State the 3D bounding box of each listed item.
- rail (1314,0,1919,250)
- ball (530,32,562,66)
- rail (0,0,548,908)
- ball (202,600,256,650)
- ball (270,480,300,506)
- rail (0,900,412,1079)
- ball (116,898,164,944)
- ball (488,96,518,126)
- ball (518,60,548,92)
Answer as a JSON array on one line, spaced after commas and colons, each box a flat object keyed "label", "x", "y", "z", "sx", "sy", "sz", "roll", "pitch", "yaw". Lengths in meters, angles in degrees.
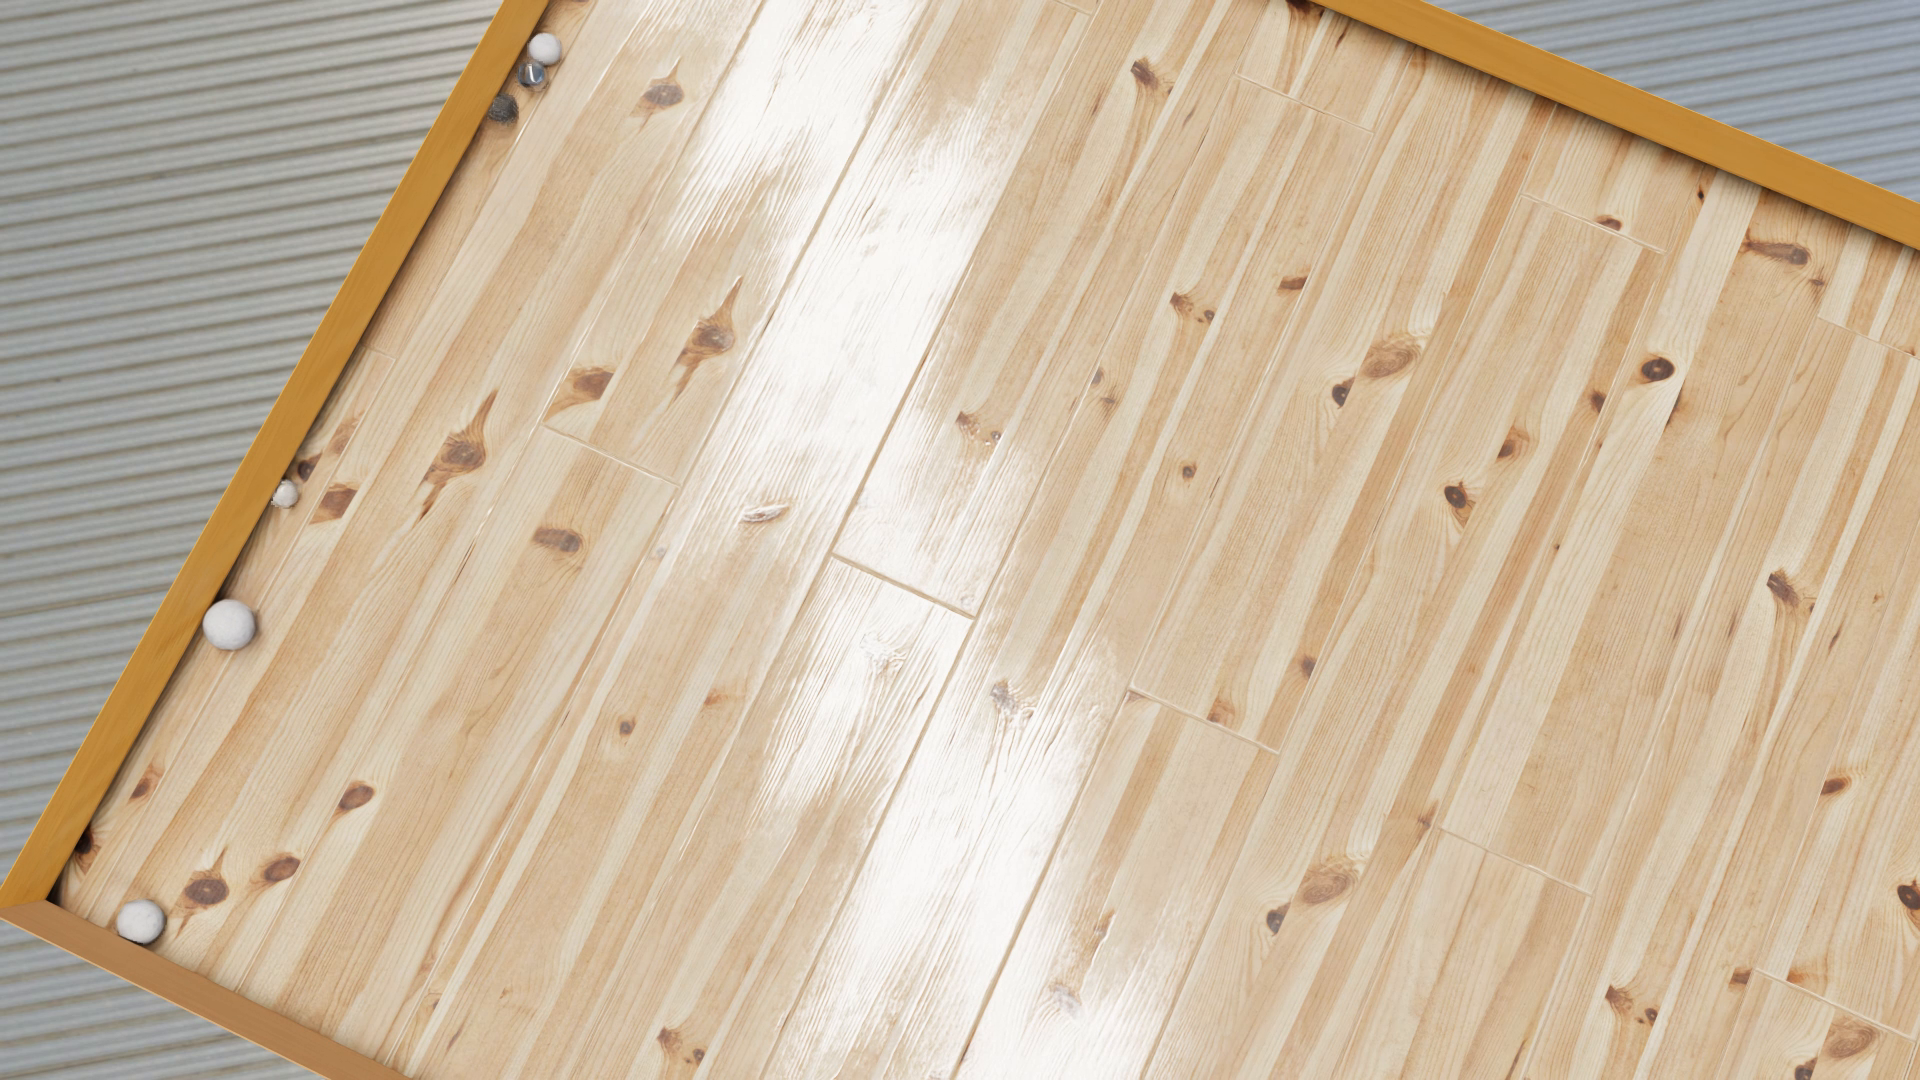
[{"label": "rail", "x": 1.379, "y": -0.535, "z": 3.465, "sx": 4.096, "sy": 0.099, "sz": 0.045, "roll": 24, "pitch": 77, "yaw": 6}, {"label": "ball", "x": -0.670, "y": -0.794, "z": 3.558, "sx": 0.053, "sy": 0.053, "sz": 0.053, "roll": 0, "pitch": 75, "yaw": 0}, {"label": "rail", "x": -0.908, "y": -0.411, "z": 3.433, "sx": 0.045, "sy": 0.099, "sz": 2.194, "roll": 24, "pitch": 77, "yaw": 6}, {"label": "ball", "x": -1.098, "y": 0.127, "z": 3.305, "sx": 0.076, "sy": 0.076, "sz": 0.076, "roll": 0, "pitch": 75, "yaw": 0}, {"label": "ball", "x": -1.037, "y": -0.072, "z": 3.375, "sx": 0.042, "sy": 0.042, "sz": 0.042, "roll": 0, "pitch": 75, "yaw": 0}, {"label": "rail", "x": 0.481, "y": 1.352, "z": 2.973, "sx": 4.096, "sy": 0.099, "sz": 0.045, "roll": 24, "pitch": 77, "yaw": 6}, {"label": "ball", "x": -1.192, "y": 0.555, "z": 3.199, "sx": 0.066, "sy": 0.066, "sz": 0.066, "roll": 0, "pitch": 75, "yaw": 0}, {"label": "ball", "x": -0.735, "y": -0.690, "z": 3.533, "sx": 0.048, "sy": 0.048, "sz": 0.048, "roll": 0, "pitch": 75, "yaw": 0}, {"label": "ball", "x": -0.689, "y": -0.748, "z": 3.548, "sx": 0.049, "sy": 0.049, "sz": 0.049, "roll": 0, "pitch": 75, "yaw": 0}]
